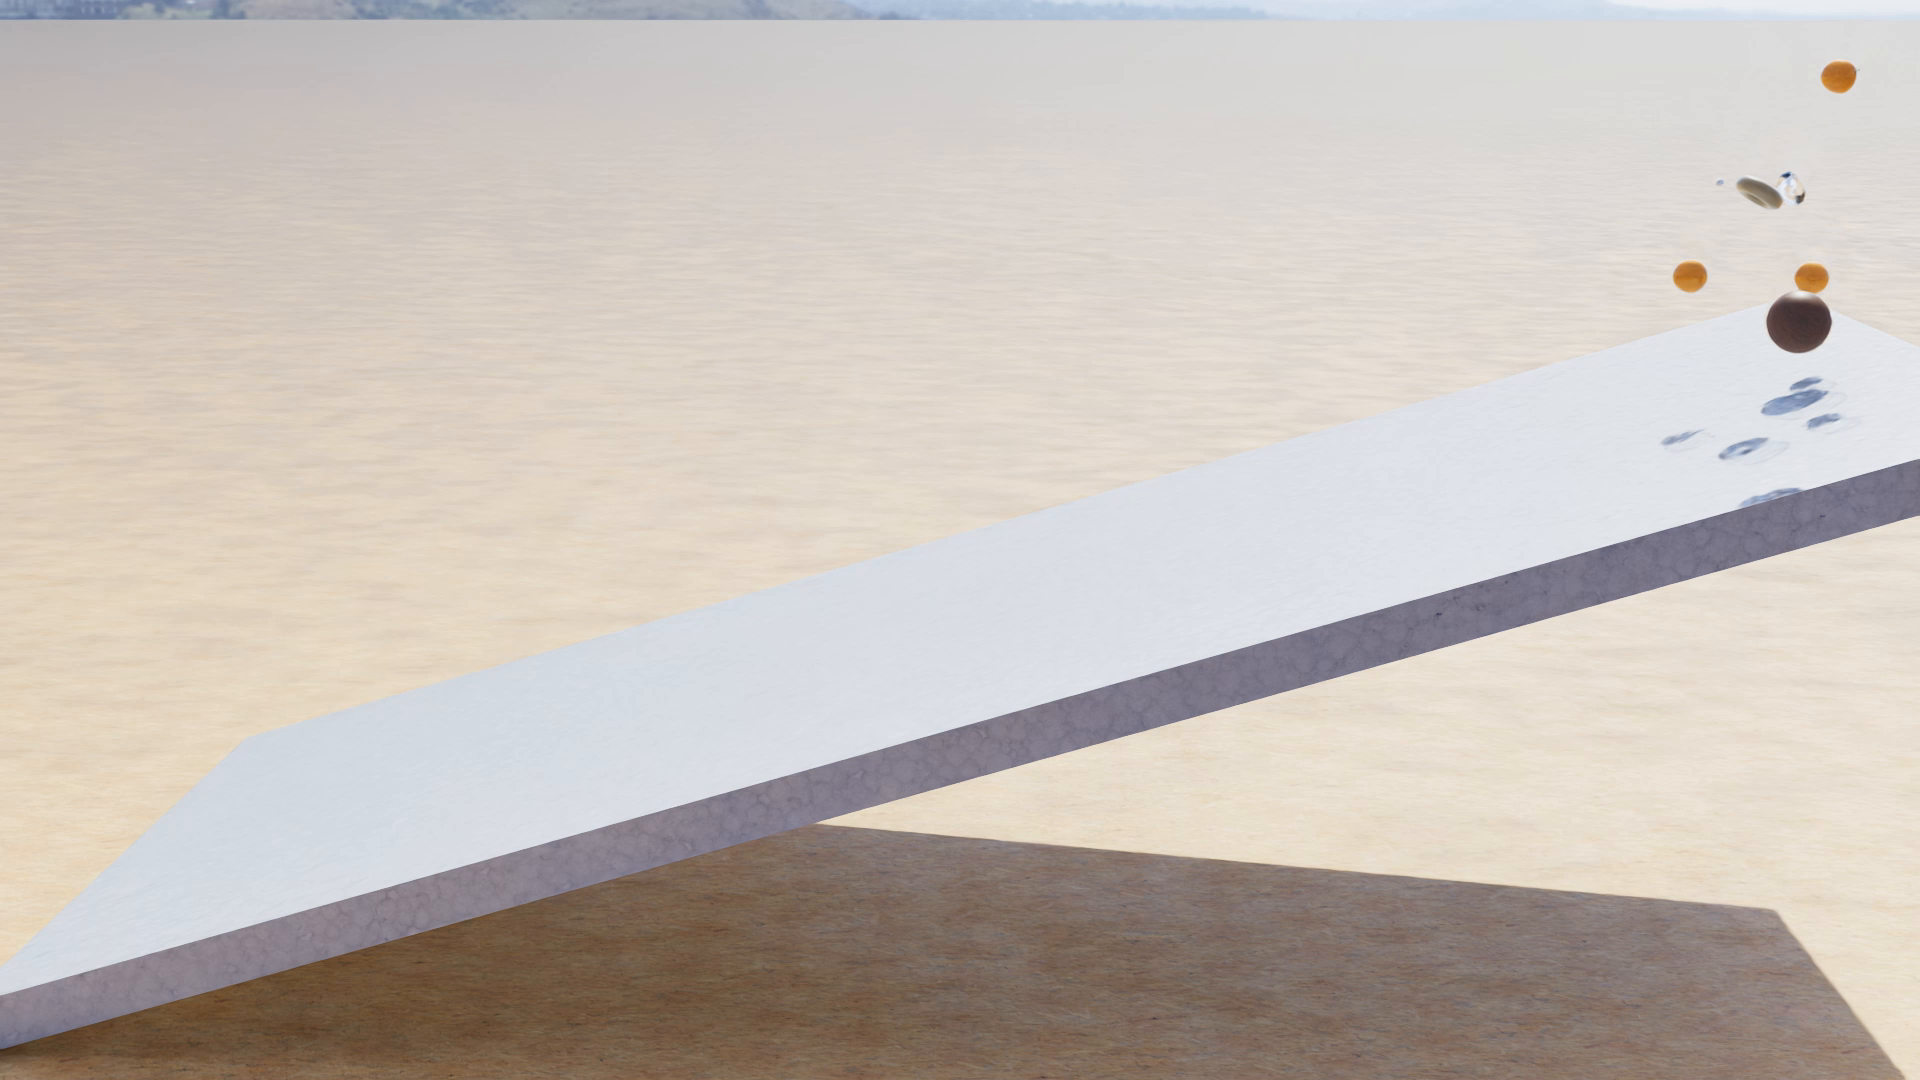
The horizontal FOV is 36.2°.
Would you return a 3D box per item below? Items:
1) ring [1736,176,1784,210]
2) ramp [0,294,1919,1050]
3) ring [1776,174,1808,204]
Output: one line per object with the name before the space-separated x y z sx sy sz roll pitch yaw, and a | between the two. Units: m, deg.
ring | 1.625 -0.706 5.978 0.104 0.035 0.104 32 3 -2
ramp | 0.091 0.187 6.320 4.000 0.100 2.000 -16 10 5
ring | 1.769 -0.747 6.259 0.025 0.076 0.076 -41 28 -21
